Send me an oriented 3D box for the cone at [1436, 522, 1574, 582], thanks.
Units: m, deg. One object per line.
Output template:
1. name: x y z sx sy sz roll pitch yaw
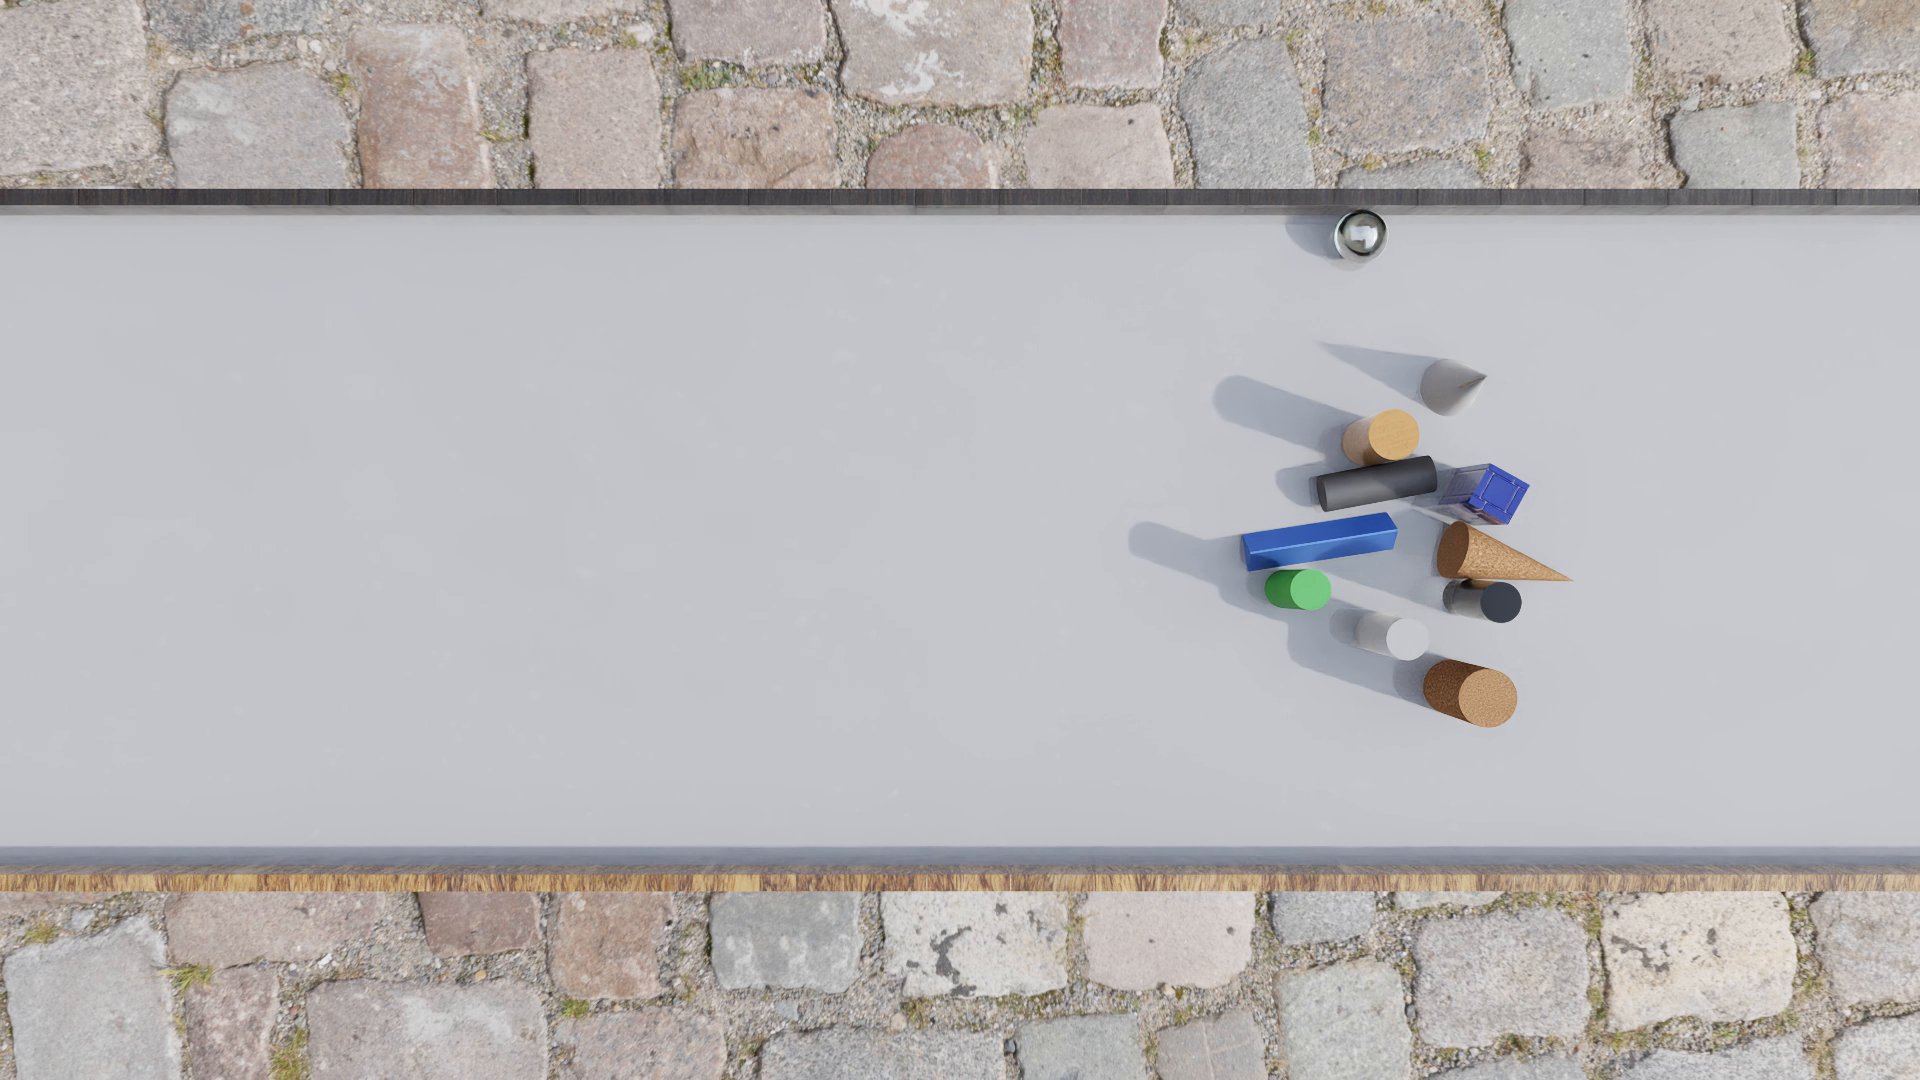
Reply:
1. cone: 1.693 0.078 5.033 0.425 0.178 0.178 14 90 -12

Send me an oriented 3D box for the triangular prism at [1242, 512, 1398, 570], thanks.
1. triangular prism: 1.099 0.005 5.025 0.450 0.098 0.113 -9 90 0

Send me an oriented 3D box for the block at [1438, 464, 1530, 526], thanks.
1. block: 1.559 -0.133 4.922 0.131 0.309 0.131 29 90 0

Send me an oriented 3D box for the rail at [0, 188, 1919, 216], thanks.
1. rail: -2.247 -1.025 5.002 12.000 0.150 0.050 0 90 0

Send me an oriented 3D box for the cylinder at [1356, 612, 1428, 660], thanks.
1. cylinder: 1.279 0.283 4.894 0.122 0.364 0.122 0 90 0

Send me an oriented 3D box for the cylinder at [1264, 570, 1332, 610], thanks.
1. cylinder: 1.000 0.146 4.893 0.118 0.363 0.118 0 89 -1

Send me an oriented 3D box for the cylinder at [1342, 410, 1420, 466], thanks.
1. cylinder: 1.248 -0.301 4.906 0.146 0.340 0.146 0 89 0

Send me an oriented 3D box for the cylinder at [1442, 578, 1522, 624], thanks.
1. cylinder: 1.544 0.177 4.892 0.118 0.369 0.118 0 90 0

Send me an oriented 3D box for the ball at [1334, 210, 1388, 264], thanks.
1. ball: 1.215 -0.920 4.996 0.161 0.161 0.161 0 90 0

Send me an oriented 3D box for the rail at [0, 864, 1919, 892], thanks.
1. rail: -2.247 1.025 5.001 12.000 0.150 0.050 0 90 0

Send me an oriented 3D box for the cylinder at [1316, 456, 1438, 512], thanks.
1. cylinder: 1.267 -0.171 5.020 0.338 0.114 0.114 -11 90 0

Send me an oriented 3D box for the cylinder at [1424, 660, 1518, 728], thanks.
1. cylinder: 1.510 0.453 4.896 0.169 0.361 0.169 0 90 0

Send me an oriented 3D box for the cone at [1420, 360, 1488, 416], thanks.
1. cone: 1.505 -0.469 4.889 0.177 0.375 0.177 0 90 0
